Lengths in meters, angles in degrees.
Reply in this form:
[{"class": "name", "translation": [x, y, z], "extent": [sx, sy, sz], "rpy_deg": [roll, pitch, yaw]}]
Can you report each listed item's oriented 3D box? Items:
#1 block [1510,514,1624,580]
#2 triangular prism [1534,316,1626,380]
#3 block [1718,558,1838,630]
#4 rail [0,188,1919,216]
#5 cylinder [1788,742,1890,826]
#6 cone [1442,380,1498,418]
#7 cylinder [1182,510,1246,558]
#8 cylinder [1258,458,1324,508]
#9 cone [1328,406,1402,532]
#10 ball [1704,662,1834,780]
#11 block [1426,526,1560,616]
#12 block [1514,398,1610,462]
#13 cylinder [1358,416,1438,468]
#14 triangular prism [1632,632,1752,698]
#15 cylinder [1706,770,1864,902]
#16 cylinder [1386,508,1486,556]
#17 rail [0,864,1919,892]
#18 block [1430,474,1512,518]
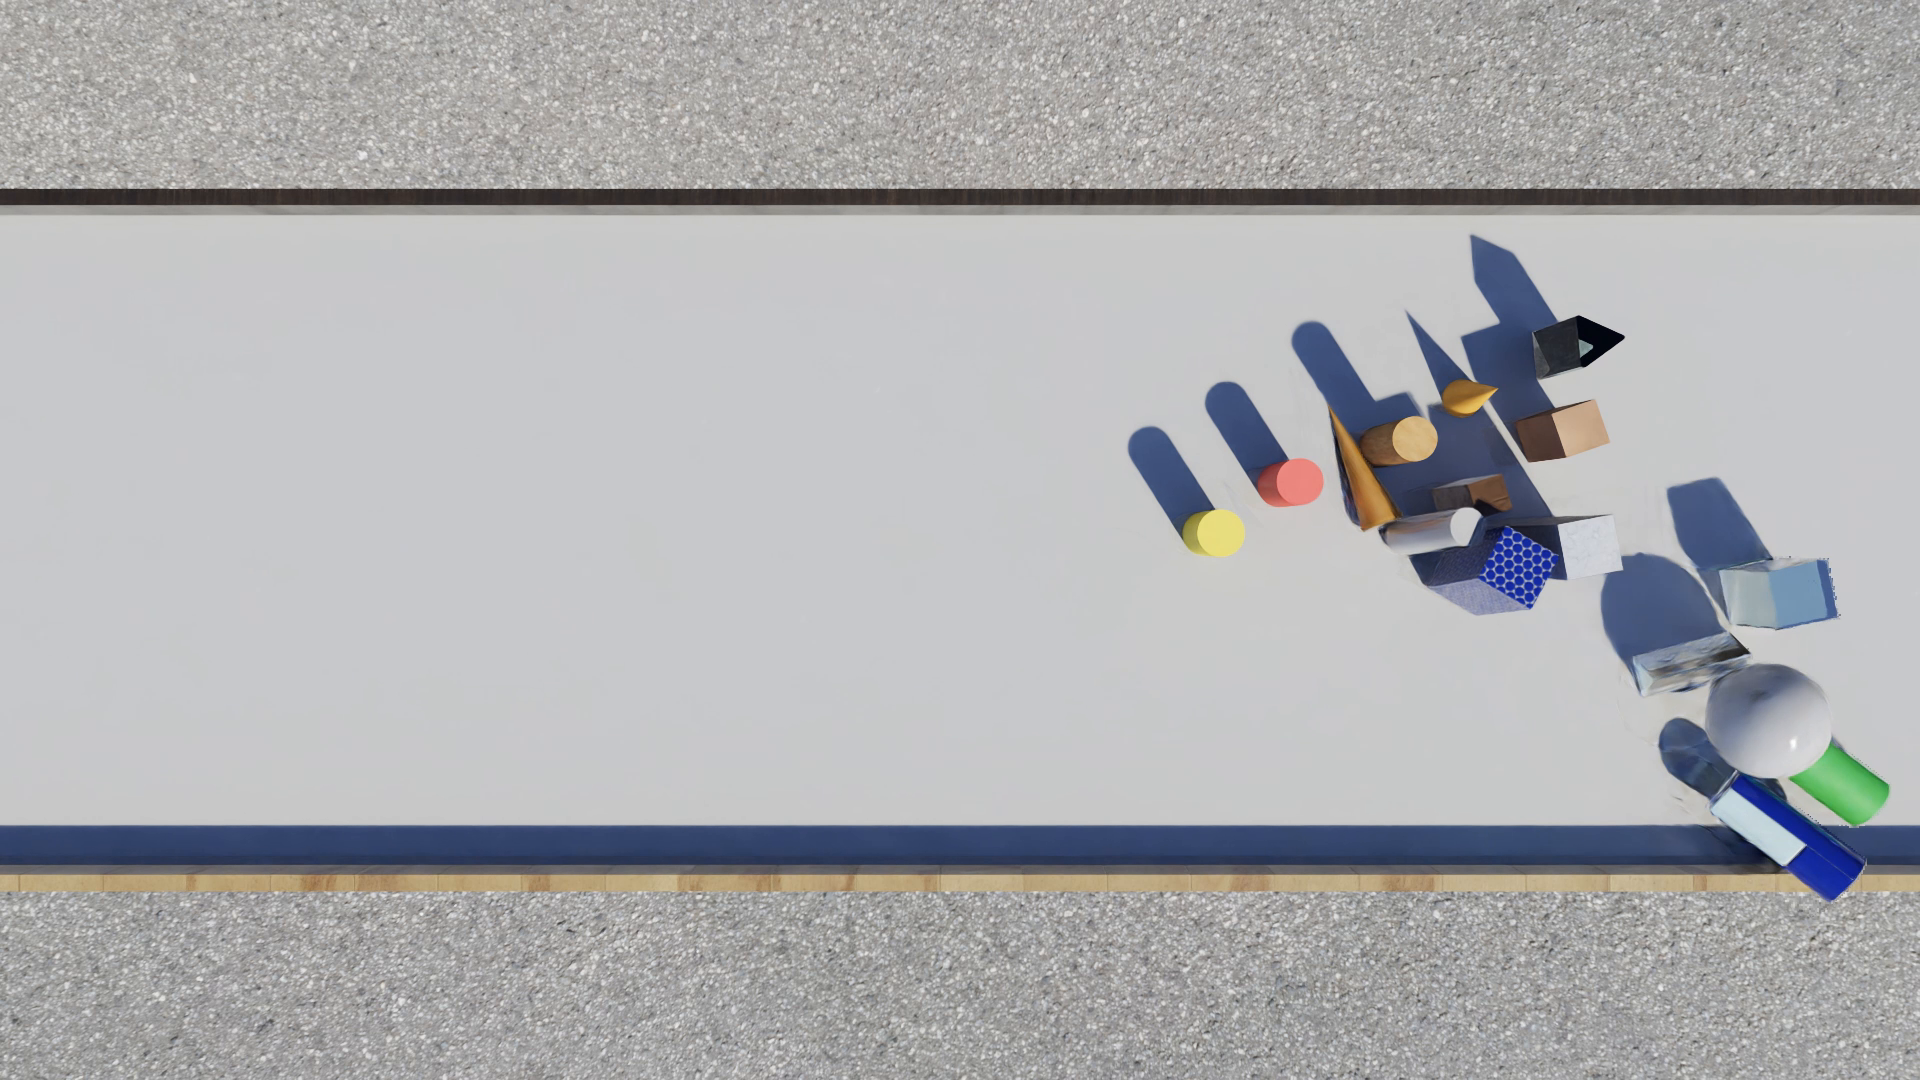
[{"class": "block", "translation": [1.767, 0.020, 4.850], "extent": [0.158, 0.454, 0.158], "rpy_deg": [-11, 90, 0]}, {"class": "triangular prism", "translation": [1.802, -0.589, 4.894], "extent": [0.150, 0.365, 0.130], "rpy_deg": [-36, 90, 0]}, {"class": "block", "translation": [2.437, 0.158, 4.922], "extent": [0.171, 0.309, 0.171], "rpy_deg": [-12, 90, 0]}, {"class": "rail", "translation": [-2.247, -1.025, 5.002], "extent": [12.000, 0.150, 0.050], "rpy_deg": [0, 90, 0]}, {"class": "cylinder", "translation": [2.575, 0.673, 4.978], "extent": [0.400, 0.162, 0.162], "rpy_deg": [38, 90, 5]}, {"class": "cone", "translation": [1.545, -0.436, 4.905], "extent": [0.119, 0.342, 0.119], "rpy_deg": [0, 90, 0]}, {"class": "cylinder", "translation": [0.753, -0.020, 4.916], "extent": [0.138, 0.321, 0.138], "rpy_deg": [0, 90, 0]}, {"class": "cylinder", "translation": [0.984, -0.169, 4.922], "extent": [0.137, 0.308, 0.137], "rpy_deg": [0, 90, 0]}, {"class": "cone", "translation": [1.207, -0.236, 5.045], "extent": [0.126, 0.126, 0.414], "rpy_deg": [-22, 81, 0]}, {"class": "ball", "translation": [2.329, 0.520, 4.753], "extent": [0.336, 0.336, 0.336], "rpy_deg": [0, 90, 0]}, {"class": "block", "translation": [1.560, 0.095, 4.852], "extent": [0.173, 0.433, 0.173], "rpy_deg": [30, 84, 0]}, {"class": "block", "translation": [1.791, -0.322, 4.917], "extent": [0.134, 0.320, 0.134], "rpy_deg": [-19, 90, 0]}, {"class": "cylinder", "translation": [1.292, -0.287, 4.879], "extent": [0.128, 0.395, 0.128], "rpy_deg": [0, 90, 0]}, {"class": "triangular prism", "translation": [2.232, 0.384, 5.017], "extent": [0.306, 0.112, 0.129], "rpy_deg": [-15, 90, 0]}, {"class": "cylinder", "translation": [2.444, 0.873, 4.895], "extent": [0.413, 0.160, 0.160], "rpy_deg": [40, 90, 17]}, {"class": "cylinder", "translation": [1.403, -0.023, 4.881], "extent": [0.114, 0.374, 0.114], "rpy_deg": [1, 86, -14]}, {"class": "rail", "translation": [-2.247, 1.025, 5.001], "extent": [12.000, 0.150, 0.050], "rpy_deg": [0, 90, 0]}, {"class": "block", "translation": [1.518, -0.123, 4.909], "extent": [0.105, 0.331, 0.105], "rpy_deg": [-18, 90, -2]}]
